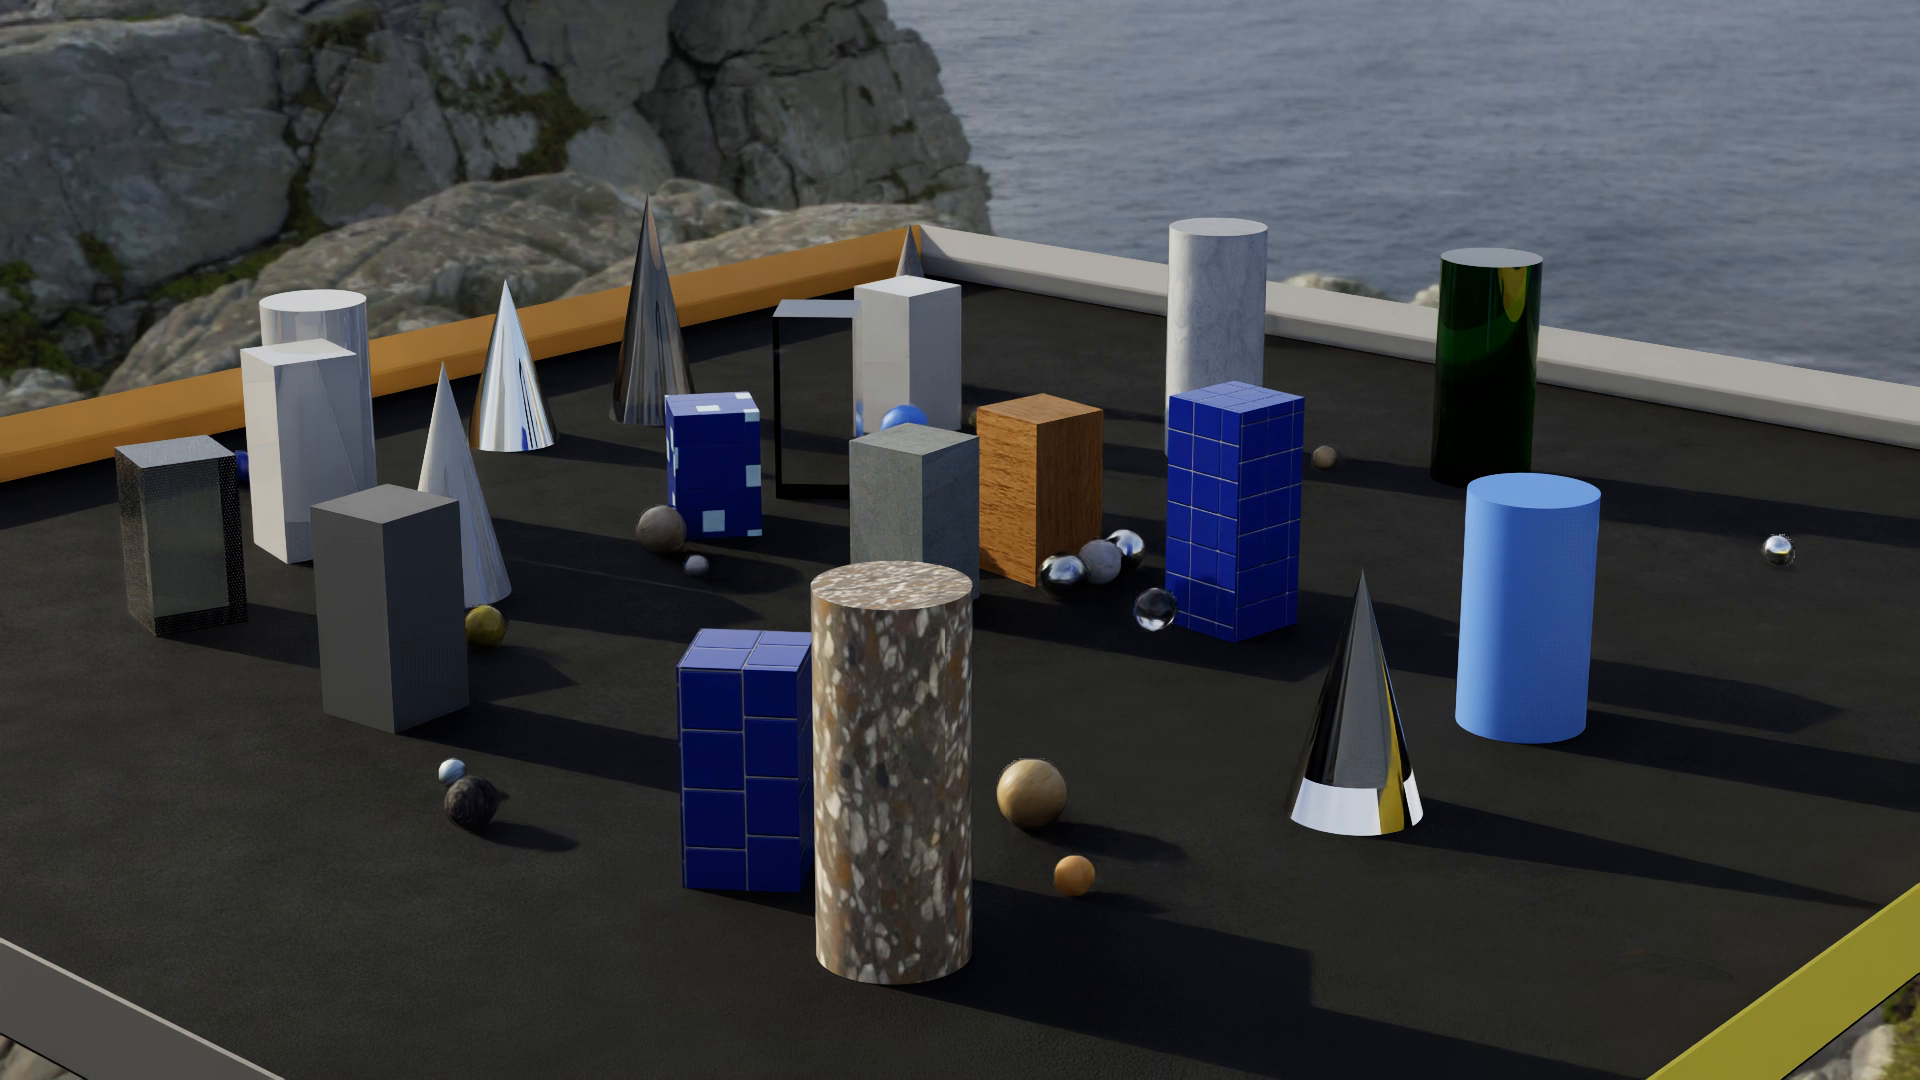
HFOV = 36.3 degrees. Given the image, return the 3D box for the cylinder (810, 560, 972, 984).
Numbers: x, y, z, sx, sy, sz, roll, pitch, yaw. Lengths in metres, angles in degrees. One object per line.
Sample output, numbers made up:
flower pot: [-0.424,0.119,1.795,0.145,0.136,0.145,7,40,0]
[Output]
cylinder: [-0.084,0.288,3.653,0.198,0.488,0.198,0,17,0]

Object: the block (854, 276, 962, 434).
block: [-0.109,-0.384,6.190,0.159,0.311,0.159,15,22,40]

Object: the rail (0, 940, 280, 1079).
rail: [-1.326,0.473,3.658,3.837,0.129,0.045,14,22,39]

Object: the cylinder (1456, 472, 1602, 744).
cylinder: [0.865,0.102,4.474,0.198,0.370,0.198,0,17,0]

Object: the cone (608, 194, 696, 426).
cone: [-0.662,-0.507,6.289,0.198,0.490,0.198,0,17,0]

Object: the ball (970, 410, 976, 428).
ball: [0.041,-0.255,6.228,0.042,0.042,0.042,0,17,0]

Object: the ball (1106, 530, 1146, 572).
ball: [0.295,0.019,5.259,0.076,0.076,0.076,0,17,0]

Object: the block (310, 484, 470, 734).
block: [-0.879,0.104,4.530,0.159,0.335,0.159,12,21,35]

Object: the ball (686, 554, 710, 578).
ball: [-0.468,0.047,5.223,0.043,0.043,0.043,0,17,0]

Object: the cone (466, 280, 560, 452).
cone: [-0.939,-0.375,6.106,0.198,0.343,0.198,0,17,0]

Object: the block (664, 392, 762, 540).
block: [-0.464,-0.141,5.508,0.159,0.238,0.159,-3,17,-11]

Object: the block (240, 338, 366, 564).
block: [-1.198,-0.165,5.362,0.159,0.368,0.159,-11,20,-33]

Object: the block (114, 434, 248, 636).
block: [-1.321,-0.009,4.977,0.159,0.293,0.159,-10,19,-30]

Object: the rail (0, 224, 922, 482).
rail: [-1.431,-0.326,6.309,0.045,0.129,4.092,14,22,39]

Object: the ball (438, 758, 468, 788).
ball: [-0.736,0.339,4.258,0.042,0.042,0.042,0,17,0]

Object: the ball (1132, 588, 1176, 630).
ball: [0.328,0.117,4.941,0.073,0.073,0.073,0,17,0]

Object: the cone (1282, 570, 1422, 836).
cone: [0.560,0.211,4.130,0.198,0.359,0.198,0,17,0]

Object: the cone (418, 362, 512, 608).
cone: [-0.888,-0.108,5.091,0.198,0.417,0.198,0,17,0]

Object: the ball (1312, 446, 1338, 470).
ball: [0.735,-0.165,5.914,0.050,0.050,0.050,0,17,0]

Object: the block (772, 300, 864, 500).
block: [-0.276,-0.276,5.744,0.159,0.362,0.159,1,17,3]

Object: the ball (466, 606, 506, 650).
ball: [-0.786,0.145,4.850,0.072,0.072,0.072,0,17,0]

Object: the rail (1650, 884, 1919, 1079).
rail: [1.431,0.391,3.930,0.045,0.129,4.092,14,22,39]

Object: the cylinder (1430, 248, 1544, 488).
cylinder: [1.042,-0.340,5.811,0.198,0.446,0.198,0,17,0]

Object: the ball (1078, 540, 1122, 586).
ball: [0.246,0.039,5.183,0.081,0.081,0.081,0,17,0]

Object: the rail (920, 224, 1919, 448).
rail: [1.326,-0.408,6.582,3.837,0.129,0.045,14,22,39]

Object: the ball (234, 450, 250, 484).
ball: [-1.426,-0.143,5.814,0.067,0.067,0.067,0,17,0]

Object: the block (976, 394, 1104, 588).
block: [0.142,-0.091,5.242,0.159,0.297,0.159,-14,22,-39]

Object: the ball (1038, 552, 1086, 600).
ball: [0.178,0.063,5.097,0.085,0.085,0.085,0,17,0]

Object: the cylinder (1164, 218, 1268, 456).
cylinder: [0.521,-0.405,5.979,0.198,0.473,0.198,0,17,0]

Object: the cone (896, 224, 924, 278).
cone: [-0.111,-0.522,6.534,0.198,0.376,0.198,0,17,0]

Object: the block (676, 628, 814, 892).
block: [-0.282,0.294,3.936,0.159,0.312,0.159,2,17,6]

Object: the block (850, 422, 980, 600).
block: [-0.078,-0.034,5.063,0.159,0.291,0.159,13,21,36]

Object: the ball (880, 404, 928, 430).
ball: [-0.116,-0.233,6.061,0.096,0.096,0.096,0,17,0]

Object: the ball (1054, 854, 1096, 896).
ball: [0.152,0.444,3.883,0.055,0.055,0.055,0,17,0]

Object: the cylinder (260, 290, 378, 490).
cylinder: [-1.223,-0.257,5.599,0.198,0.409,0.198,0,17,0]

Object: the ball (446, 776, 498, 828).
ball: [-0.684,0.367,4.110,0.073,0.073,0.073,0,17,0]

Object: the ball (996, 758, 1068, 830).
ball: [0.101,0.356,4.102,0.099,0.099,0.099,0,17,0]

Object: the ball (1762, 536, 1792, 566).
ball: [1.476,0.019,5.296,0.054,0.054,0.054,0,17,0]

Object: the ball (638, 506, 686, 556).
ball: [-0.544,-0.017,5.354,0.091,0.091,0.091,0,17,0]

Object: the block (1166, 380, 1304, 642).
block: [0.461,-0.050,4.935,0.159,0.395,0.159,-15,22,-40]
